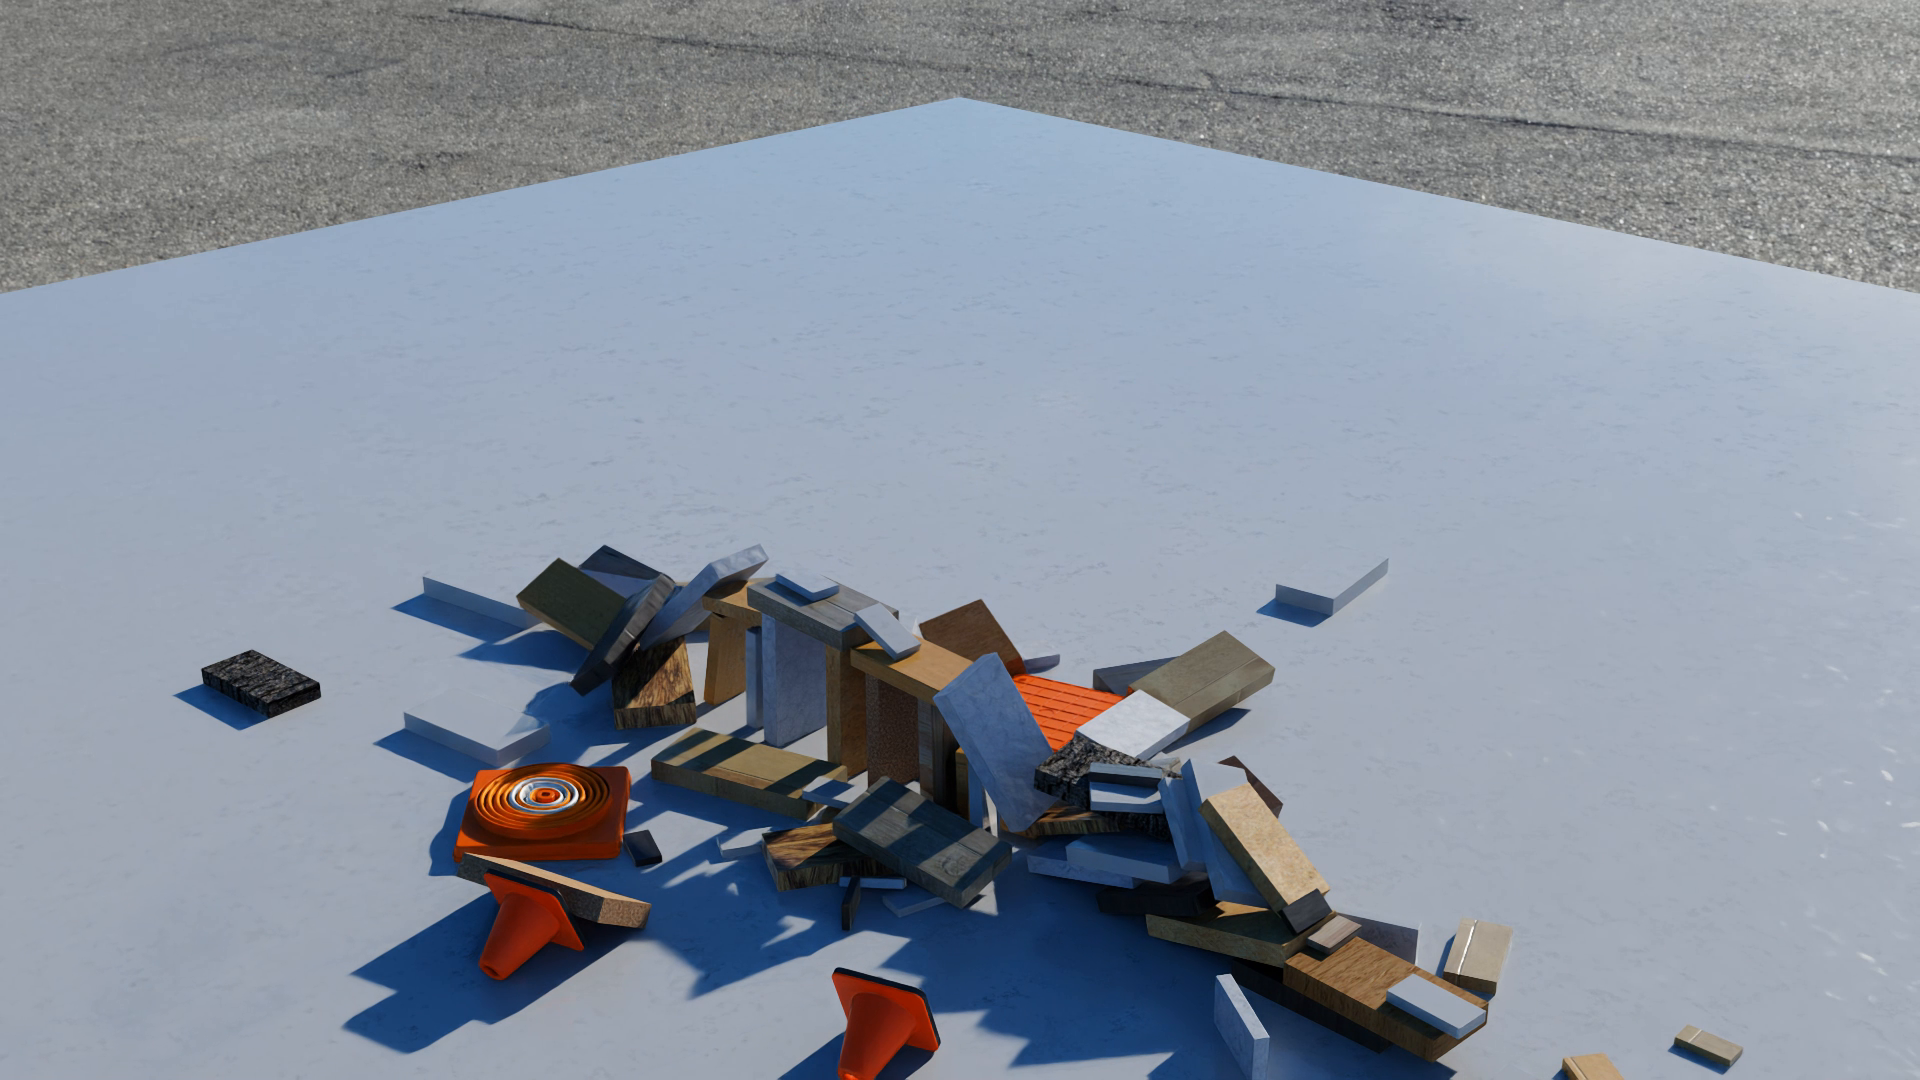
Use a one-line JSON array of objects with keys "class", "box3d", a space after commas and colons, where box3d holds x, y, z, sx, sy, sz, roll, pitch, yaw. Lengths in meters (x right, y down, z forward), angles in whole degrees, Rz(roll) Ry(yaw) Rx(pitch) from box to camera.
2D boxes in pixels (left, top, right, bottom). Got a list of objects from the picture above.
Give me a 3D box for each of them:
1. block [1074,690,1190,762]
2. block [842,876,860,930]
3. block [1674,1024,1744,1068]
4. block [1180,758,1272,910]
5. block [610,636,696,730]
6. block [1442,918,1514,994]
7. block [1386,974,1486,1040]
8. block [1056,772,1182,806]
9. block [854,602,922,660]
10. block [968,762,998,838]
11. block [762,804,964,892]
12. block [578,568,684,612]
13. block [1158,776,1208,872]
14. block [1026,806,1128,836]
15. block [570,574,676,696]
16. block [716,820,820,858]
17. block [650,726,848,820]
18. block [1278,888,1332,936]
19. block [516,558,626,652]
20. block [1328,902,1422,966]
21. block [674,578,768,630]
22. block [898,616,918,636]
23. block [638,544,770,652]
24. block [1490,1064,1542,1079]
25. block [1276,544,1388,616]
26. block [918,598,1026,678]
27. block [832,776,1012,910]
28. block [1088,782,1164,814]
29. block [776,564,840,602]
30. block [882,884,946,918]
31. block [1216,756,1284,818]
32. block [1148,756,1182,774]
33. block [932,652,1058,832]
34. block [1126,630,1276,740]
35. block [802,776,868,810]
[{"class": "block", "box3d": [0.360, 0.402, 4.611, 0.132, 0.037, 0.265, 30, 30, 24]}, {"class": "block", "box3d": [-0.203, 0.676, 4.099, 0.015, 0.053, 0.106, 3, 23, 7]}, {"class": "block", "box3d": [1.268, 0.856, 3.725, 0.099, 0.014, 0.050, 20, 30, 38]}, {"class": "block", "box3d": [0.494, 0.535, 4.023, 0.123, 0.035, 0.291, 14, 43, -26]}, {"class": "block", "box3d": [-0.696, 0.316, 4.951, 0.176, 0.050, 0.353, -4, 23, -10]}, {"class": "block", "box3d": [0.934, 0.748, 3.963, 0.094, 0.027, 0.187, 9, 25, 20]}, {"class": "block", "box3d": [0.794, 0.778, 3.673, 0.074, 0.021, 0.148, -20, 30, -38]}, {"class": "block", "box3d": [0.315, 0.496, 4.367, 0.123, 0.035, 0.247, -20, 7, -39]}, {"class": "block", "box3d": [-0.147, 0.184, 4.445, 0.067, 0.019, 0.134, -21, 52, -39]}, {"class": "block", "box3d": [0.044, 0.499, 4.337, 0.026, 0.182, 0.091, -10, -24, 17]}, {"class": "block", "box3d": [-0.177, 0.599, 4.294, 0.396, 0.043, 0.150, -7, 24, -15]}, {"class": "block", "box3d": [-0.807, 0.158, 5.234, 0.286, 0.041, 0.143, 9, 56, 19]}, {"class": "block", "box3d": [0.429, 0.524, 4.036, 0.093, 0.026, 0.186, 13, 43, -27]}, {"class": "block", "box3d": [0.245, 0.540, 4.259, 0.093, 0.026, 0.259, -21, 6, -41]}, {"class": "block", "box3d": [-0.760, 0.213, 4.959, 0.148, 0.042, 0.297, -33, 20, 41]}, {"class": "block", "box3d": [-0.364, 0.589, 4.350, 0.226, 0.017, 0.060, -7, 24, -15]}, {"class": "block", "box3d": [-0.438, 0.483, 4.564, 0.377, 0.046, 0.162, 12, 26, 25]}, {"class": "block", "box3d": [0.609, 0.656, 3.877, 0.099, 0.014, 0.050, -21, 72, -39]}, {"class": "block", "box3d": [-0.897, 0.159, 5.195, 0.286, 0.041, 0.143, 28, 59, 29]}, {"class": "block", "box3d": [0.731, 0.715, 3.957, 0.187, 0.094, 0.027, 10, 25, 21]}, {"class": "block", "box3d": [-0.520, 0.152, 5.338, 0.353, 0.050, 0.176, -3, 23, -7]}, {"class": "block", "box3d": [-0.184, 0.247, 5.132, 0.132, 0.037, 0.265, 3, 23, 6]}, {"class": "block", "box3d": [-0.583, 0.131, 4.945, 0.149, 0.042, 0.384, -23, -11, -43]}, {"class": "block", "box3d": [0.940, 0.910, 3.588, 0.148, 0.021, 0.074, 21, 31, 40]}, {"class": "block", "box3d": [0.929, 0.096, 5.478, 0.156, 0.044, 0.311, 15, 27, 32]}, {"class": "block", "box3d": [0.025, 0.249, 5.057, 0.162, 0.046, 0.324, -22, 27, -7]}, {"class": "block", "box3d": [-0.073, 0.577, 4.224, 0.315, 0.045, 0.157, 25, 43, 29]}, {"class": "block", "box3d": [0.310, 0.480, 4.096, 0.135, 0.019, 0.068, 3, 26, -2]}, {"class": "block", "box3d": [-0.321, 0.090, 4.623, 0.067, 0.019, 0.134, -18, 29, -36]}, {"class": "block", "box3d": [-0.079, 0.674, 4.150, 0.121, 0.017, 0.060, -14, 27, -29]}, {"class": "block", "box3d": [0.478, 0.539, 4.359, 0.301, 0.043, 0.150, -19, 49, -33]}, {"class": "block", "box3d": [0.336, 0.463, 4.325, 0.182, 0.026, 0.091, -12, 7, 33]}, {"class": "block", "box3d": [0.086, 0.397, 4.312, 0.157, 0.315, 0.045, -38, 14, -37]}, {"class": "block", "box3d": [0.532, 0.318, 4.855, 0.311, 0.044, 0.156, -26, 50, -34]}, {"class": "block", "box3d": [-0.168, 0.527, 4.380, 0.300, 0.019, 0.067, 12, 26, 24]}]
